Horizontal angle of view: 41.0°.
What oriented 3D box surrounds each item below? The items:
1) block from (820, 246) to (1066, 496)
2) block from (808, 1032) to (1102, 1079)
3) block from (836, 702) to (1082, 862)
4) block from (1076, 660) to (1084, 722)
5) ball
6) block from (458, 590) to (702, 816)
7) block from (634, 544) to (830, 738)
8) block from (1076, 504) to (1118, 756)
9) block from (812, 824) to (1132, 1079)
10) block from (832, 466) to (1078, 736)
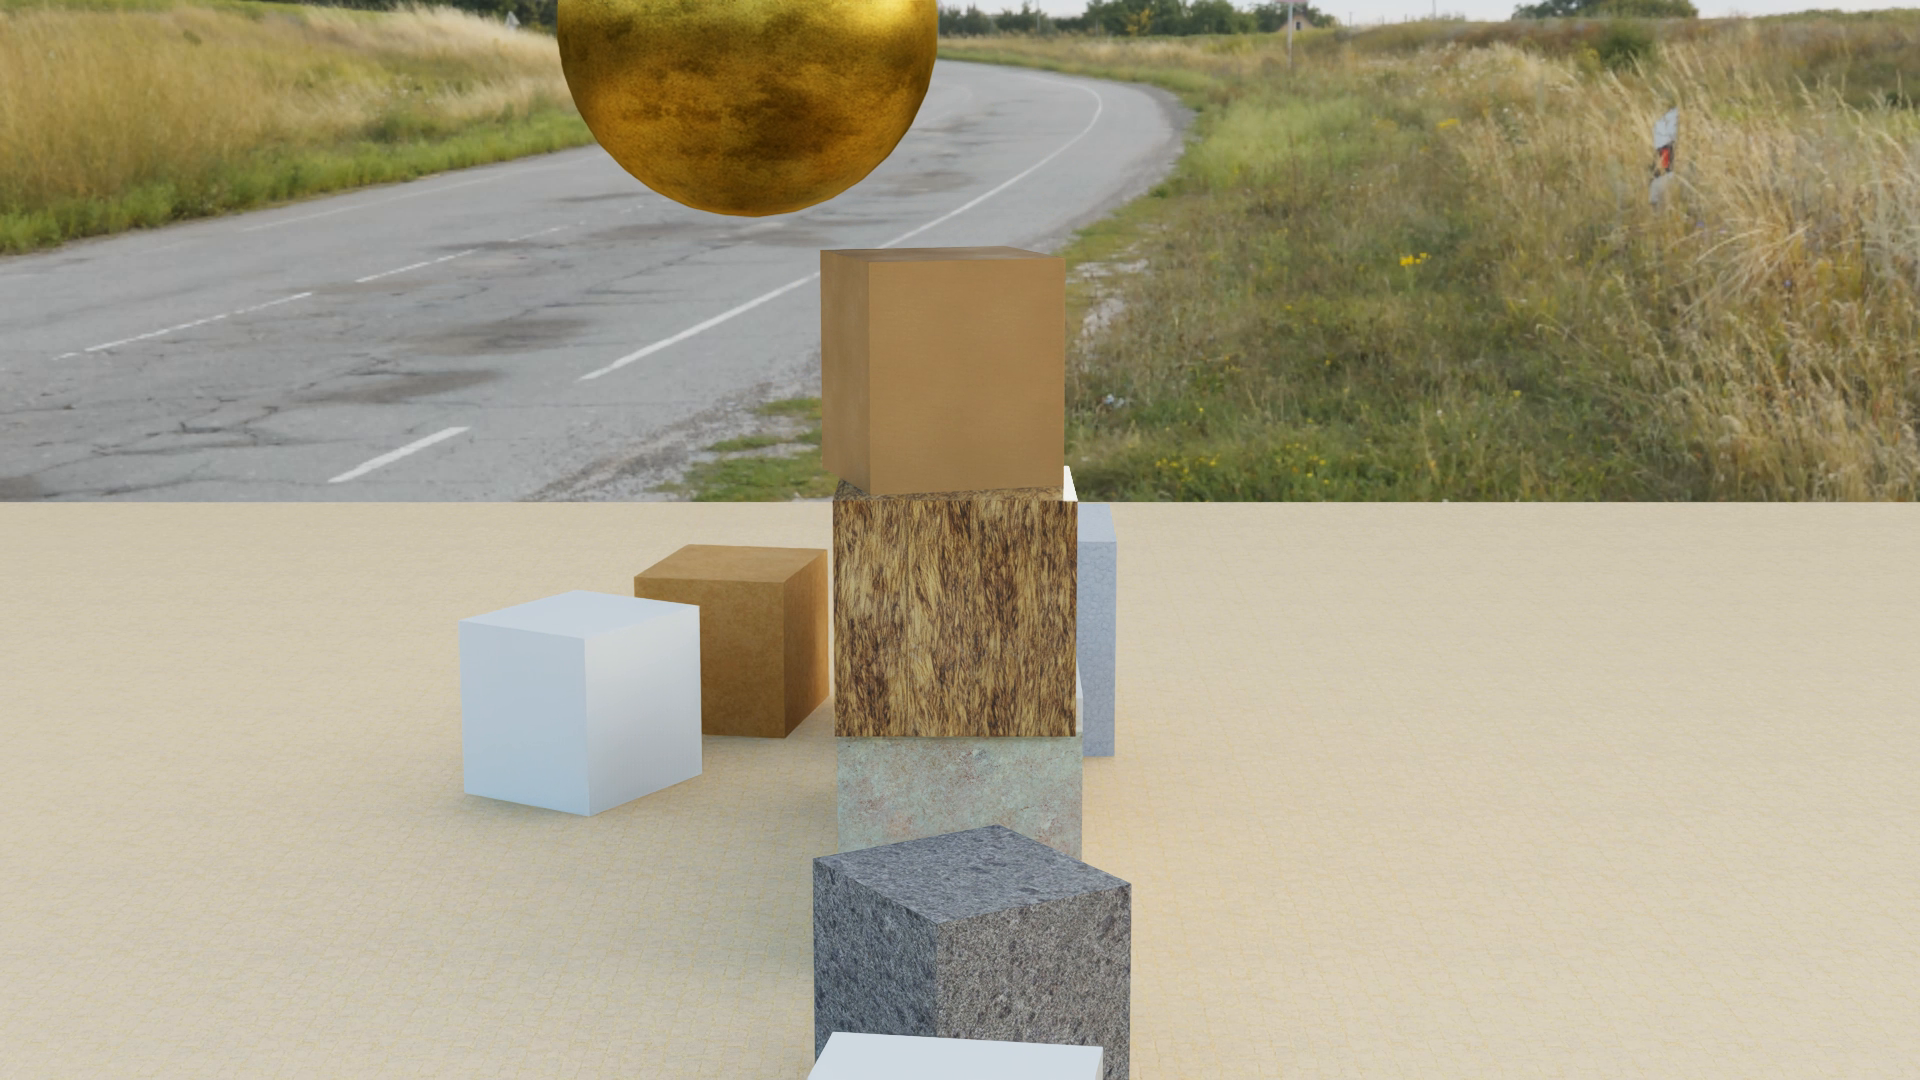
[{"bbox_3d":[-0.078,-0.690,10.178,0.784,0.887,0.733,-3,11,-17],"label":"block"},{"bbox_3d":[-0.043,1.889,7.162,0.798,0.721,0.834,2,10,9],"label":"block"},{"bbox_3d":[-0.001,1.155,10.417,0.949,1.000,0.866,0,10,0],"label":"block"},{"bbox_3d":[0.011,1.024,11.361,1.021,0.920,1.021,0,10,1],"label":"block"},{"bbox_3d":[-0.890,-2.163,10.787,1.600,1.600,1.600,0,10,0],"label":"ball"},{"bbox_3d":[-1.880,0.790,12.782,0.791,0.871,0.894,6,12,31],"label":"block"},{"bbox_3d":[-1.247,0.542,14.208,0.823,0.850,0.995,2,10,11],"label":"block"},{"bbox_3d":[0.240,0.459,13.861,1.160,1.138,1.196,0,10,1],"label":"block"},{"bbox_3d":[0.033,1.533,8.874,0.773,0.809,0.824,-6,12,-32],"label":"block"},{"bbox_3d":[-0.017,0.225,10.181,0.924,0.916,0.874,0,10,0],"label":"block"}]
